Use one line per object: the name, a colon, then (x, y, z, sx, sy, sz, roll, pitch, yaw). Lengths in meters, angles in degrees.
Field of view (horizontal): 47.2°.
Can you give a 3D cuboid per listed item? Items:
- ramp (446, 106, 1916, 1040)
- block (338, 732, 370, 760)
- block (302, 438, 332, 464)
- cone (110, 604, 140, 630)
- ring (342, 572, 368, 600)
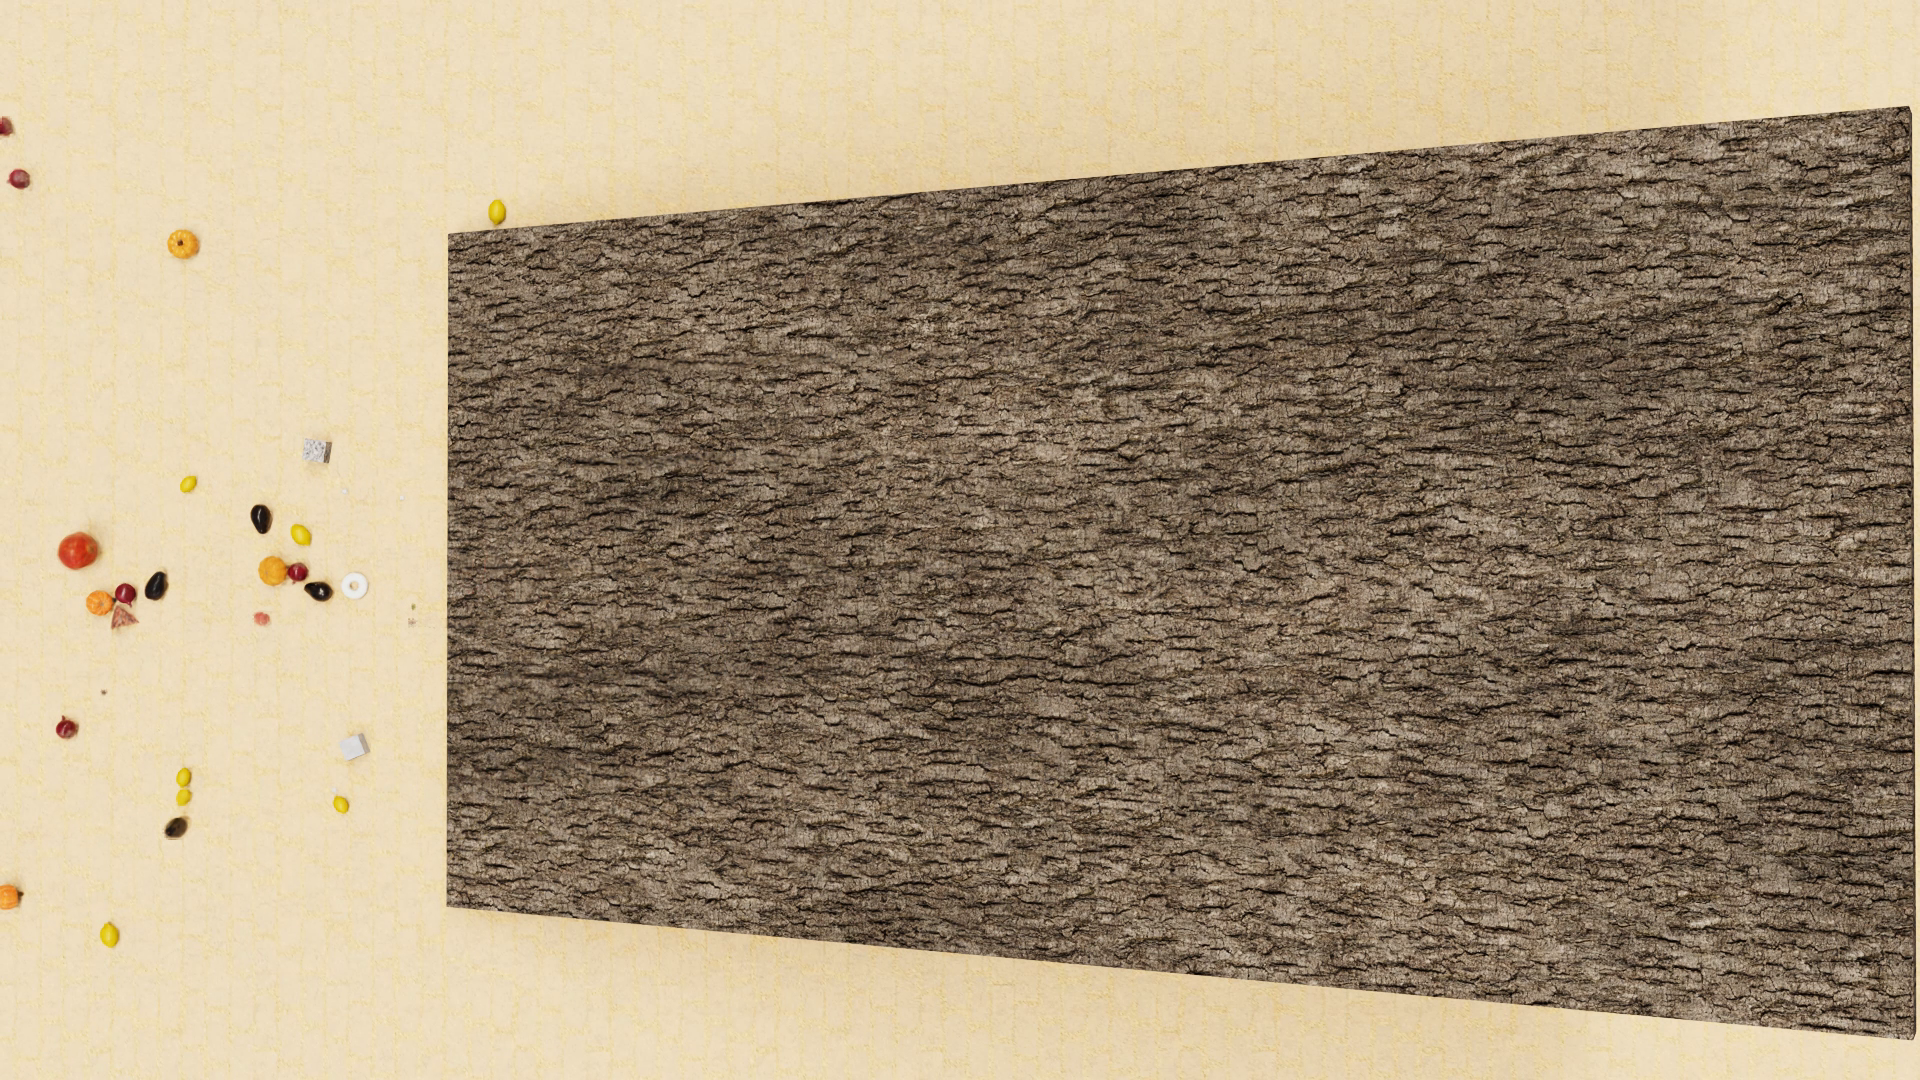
ramp: (0.278, 0.079, 5.661, 4.000, 0.100, 2.000, 0, 89, 27)
block: (-1.813, 0.620, 6.584, 0.061, 0.061, 0.061, -22, 89, 0)
block: (-1.927, -0.267, 6.592, 0.064, 0.064, 0.064, 9, 89, 0)
cone: (-2.500, 0.240, 6.601, 0.076, 0.076, 0.076, 15, 89, -26)
ring: (-1.819, 0.138, 6.606, 0.081, 0.027, 0.081, 0, 90, 1)
